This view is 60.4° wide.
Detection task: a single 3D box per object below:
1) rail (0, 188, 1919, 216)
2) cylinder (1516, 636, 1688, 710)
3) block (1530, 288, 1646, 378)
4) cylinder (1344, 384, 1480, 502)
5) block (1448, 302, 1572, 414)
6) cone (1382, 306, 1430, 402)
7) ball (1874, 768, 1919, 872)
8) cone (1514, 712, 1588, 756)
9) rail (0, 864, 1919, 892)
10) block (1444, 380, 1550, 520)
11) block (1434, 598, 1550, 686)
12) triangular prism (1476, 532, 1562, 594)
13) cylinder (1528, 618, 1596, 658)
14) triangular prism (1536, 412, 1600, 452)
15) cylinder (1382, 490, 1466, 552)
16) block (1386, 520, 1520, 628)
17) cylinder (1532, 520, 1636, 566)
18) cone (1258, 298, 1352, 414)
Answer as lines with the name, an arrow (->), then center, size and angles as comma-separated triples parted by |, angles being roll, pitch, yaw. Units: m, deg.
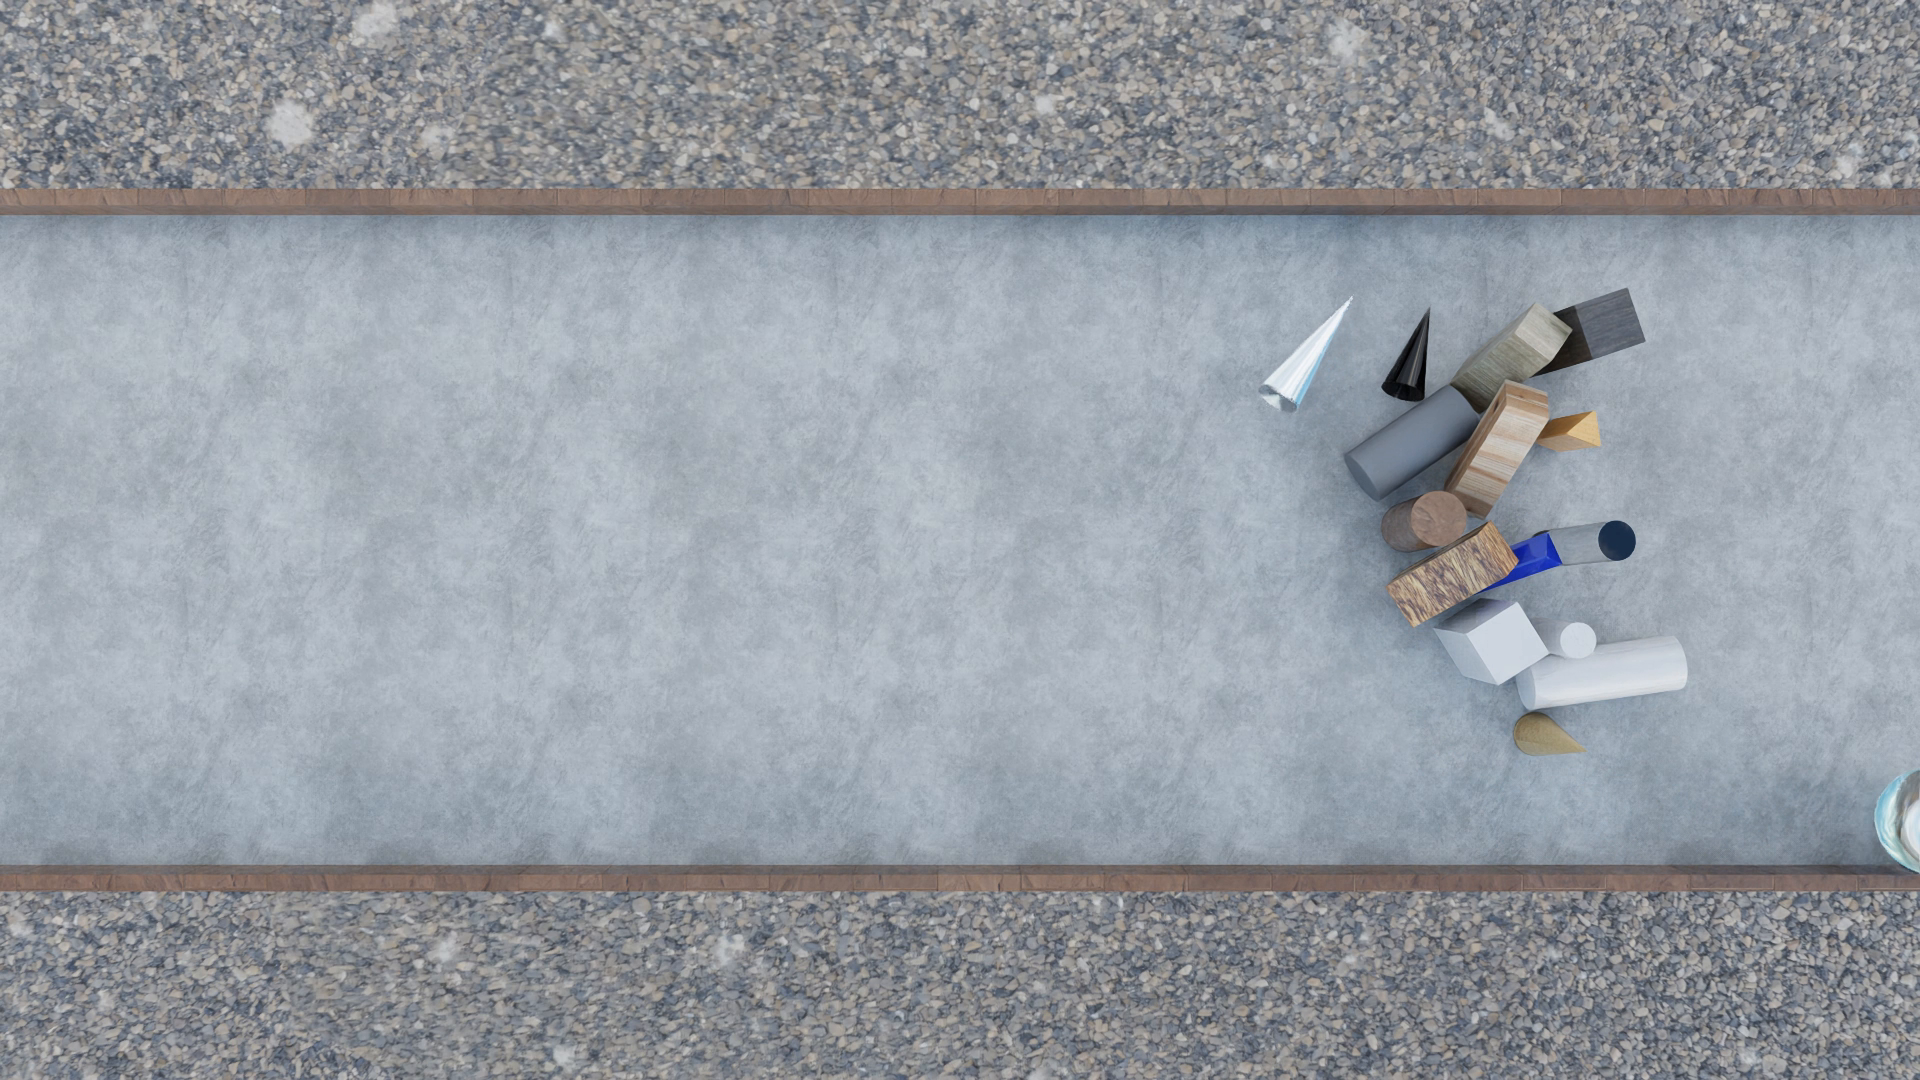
rail -> -2.247, -1.025, 5.002 | 12.000, 0.150, 0.050 | 0, 90, 0
cylinder -> 1.938, 0.401, 4.993 | 0.457, 0.167, 0.167 | -8, 90, 0
block -> 1.810, -0.603, 4.847 | 0.162, 0.450, 0.162 | -19, 90, -3
cylinder -> 1.367, -0.292, 4.989 | 0.370, 0.175, 0.175 | -35, 90, 0
block -> 1.610, -0.530, 4.853 | 0.130, 0.423, 0.130 | 38, 71, 2
cone -> 1.397, -0.588, 5.044 | 0.132, 0.132, 0.301 | 20, 78, 0
ball -> 2.908, 0.841, 4.917 | 0.320, 0.320, 0.320 | 0, 90, 0
cone -> 1.771, 0.597, 4.862 | 0.136, 0.429, 0.136 | 0, 90, 0
rail -> -2.247, 1.025, 5.001 | 12.000, 0.150, 0.050 | 0, 90, 0
block -> 1.584, -0.263, 4.887 | 0.127, 0.127, 0.416 | 18, 134, 0
block -> 1.575, 0.298, 4.908 | 0.174, 0.337, 0.174 | -32, 90, 0
triangular prism -> 1.629, 0.087, 4.947 | 0.306, 0.089, 0.103 | -25, 90, 37
cylinder -> 1.769, 0.288, 4.898 | 0.103, 0.357, 0.103 | 0, 90, 0
triangular prism -> 1.815, -0.331, 4.917 | 0.102, 0.319, 0.088 | 21, 90, 0
cylinder -> 1.358, -0.050, 4.849 | 0.156, 0.443, 0.156 | 0, 87, 4
block -> 1.464, 0.102, 4.914 | 0.334, 0.147, 0.147 | -36, 86, 37
cylinder -> 1.830, 0.014, 4.868 | 0.116, 0.404, 0.116 | 1, 86, -9
cone -> 1.087, -0.590, 5.044 | 0.133, 0.133, 0.417 | 37, 81, 0
